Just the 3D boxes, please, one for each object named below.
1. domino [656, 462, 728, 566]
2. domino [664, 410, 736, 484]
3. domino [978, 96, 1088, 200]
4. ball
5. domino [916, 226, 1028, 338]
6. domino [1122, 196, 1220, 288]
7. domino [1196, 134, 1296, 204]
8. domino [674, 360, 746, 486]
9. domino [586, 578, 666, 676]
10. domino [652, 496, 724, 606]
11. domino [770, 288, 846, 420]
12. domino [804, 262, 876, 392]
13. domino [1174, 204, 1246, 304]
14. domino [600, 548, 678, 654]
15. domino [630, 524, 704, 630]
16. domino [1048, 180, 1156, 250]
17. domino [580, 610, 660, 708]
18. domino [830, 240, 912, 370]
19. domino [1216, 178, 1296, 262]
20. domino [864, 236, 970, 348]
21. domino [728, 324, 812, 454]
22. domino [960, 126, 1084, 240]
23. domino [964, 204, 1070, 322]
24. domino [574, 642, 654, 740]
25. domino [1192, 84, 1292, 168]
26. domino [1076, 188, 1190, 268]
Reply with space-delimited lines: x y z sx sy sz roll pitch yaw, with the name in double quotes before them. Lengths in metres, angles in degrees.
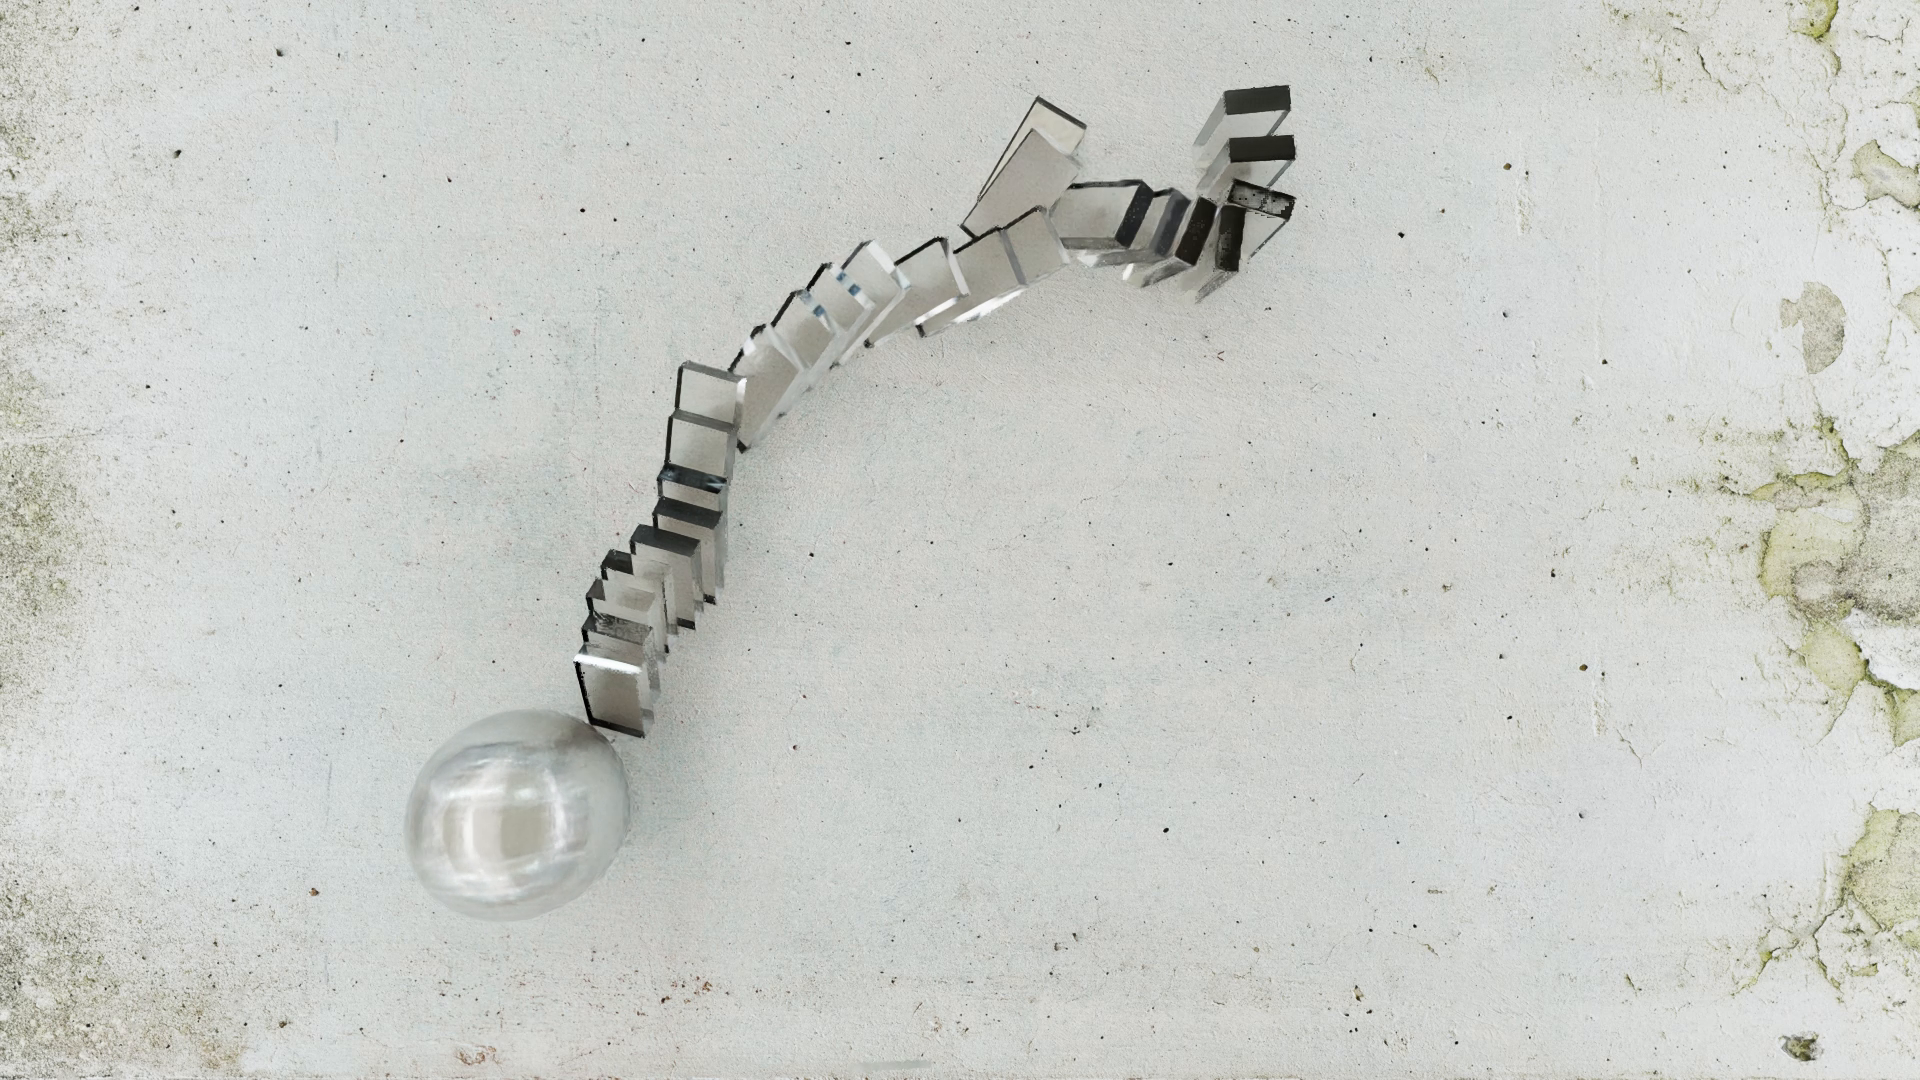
"domino" -0.110 -0.008 0.378 0.025 0.050 0.009 15 47 0
"domino" -0.110 -0.027 0.384 0.025 0.009 0.050 15 119 0
"domino" 0.031 -0.162 0.395 0.025 0.010 0.050 31 90 0
"ball" -0.172 0.107 0.360 0.080 0.080 0.080 0 90 0
"domino" 0.001 -0.107 0.383 0.050 0.010 0.025 -21 91 29
"domino" 0.085 -0.120 0.375 0.010 0.050 0.025 23 90 -14
"domino" 0.115 -0.150 0.375 0.025 0.050 0.009 -3 90 0
"domino" -0.106 -0.047 0.384 0.025 0.010 0.050 16 119 0
"domino" -0.137 0.038 0.378 0.025 0.050 0.009 15 48 1
"domino" -0.111 0.005 0.378 0.025 0.050 0.010 16 48 0
"domino" -0.071 -0.077 0.381 0.025 0.010 0.050 46 123 2
"domino" -0.059 -0.088 0.382 0.025 0.010 0.050 47 123 2
"domino" 0.102 -0.115 0.375 0.010 0.050 0.025 7 90 -4
"domino" -0.132 0.026 0.378 0.025 0.050 0.010 15 48 0
"domino" -0.120 0.016 0.378 0.025 0.050 0.010 16 48 0
"domino" 0.054 -0.134 0.377 0.009 0.050 0.025 26 90 -38
"domino" -0.139 0.050 0.378 0.025 0.050 0.010 16 48 0
"domino" -0.045 -0.097 0.383 0.050 0.009 0.025 -40 90 33
"domino" 0.115 -0.130 0.375 0.025 0.050 0.009 17 89 0
"domino" -0.023 -0.103 0.384 0.050 0.010 0.025 -23 90 27
"domino" -0.085 -0.063 0.382 0.025 0.009 0.050 45 123 1
"domino" 0.025 -0.142 0.381 0.025 0.009 0.050 41 123 -5
"domino" 0.018 -0.115 0.384 0.050 0.009 0.025 -25 90 29
"domino" -0.142 0.063 0.378 0.025 0.050 0.010 16 48 0
"domino" 0.114 -0.168 0.375 0.025 0.050 0.009 -5 90 0
"domino" 0.070 -0.127 0.376 0.009 0.050 0.025 23 90 -29
